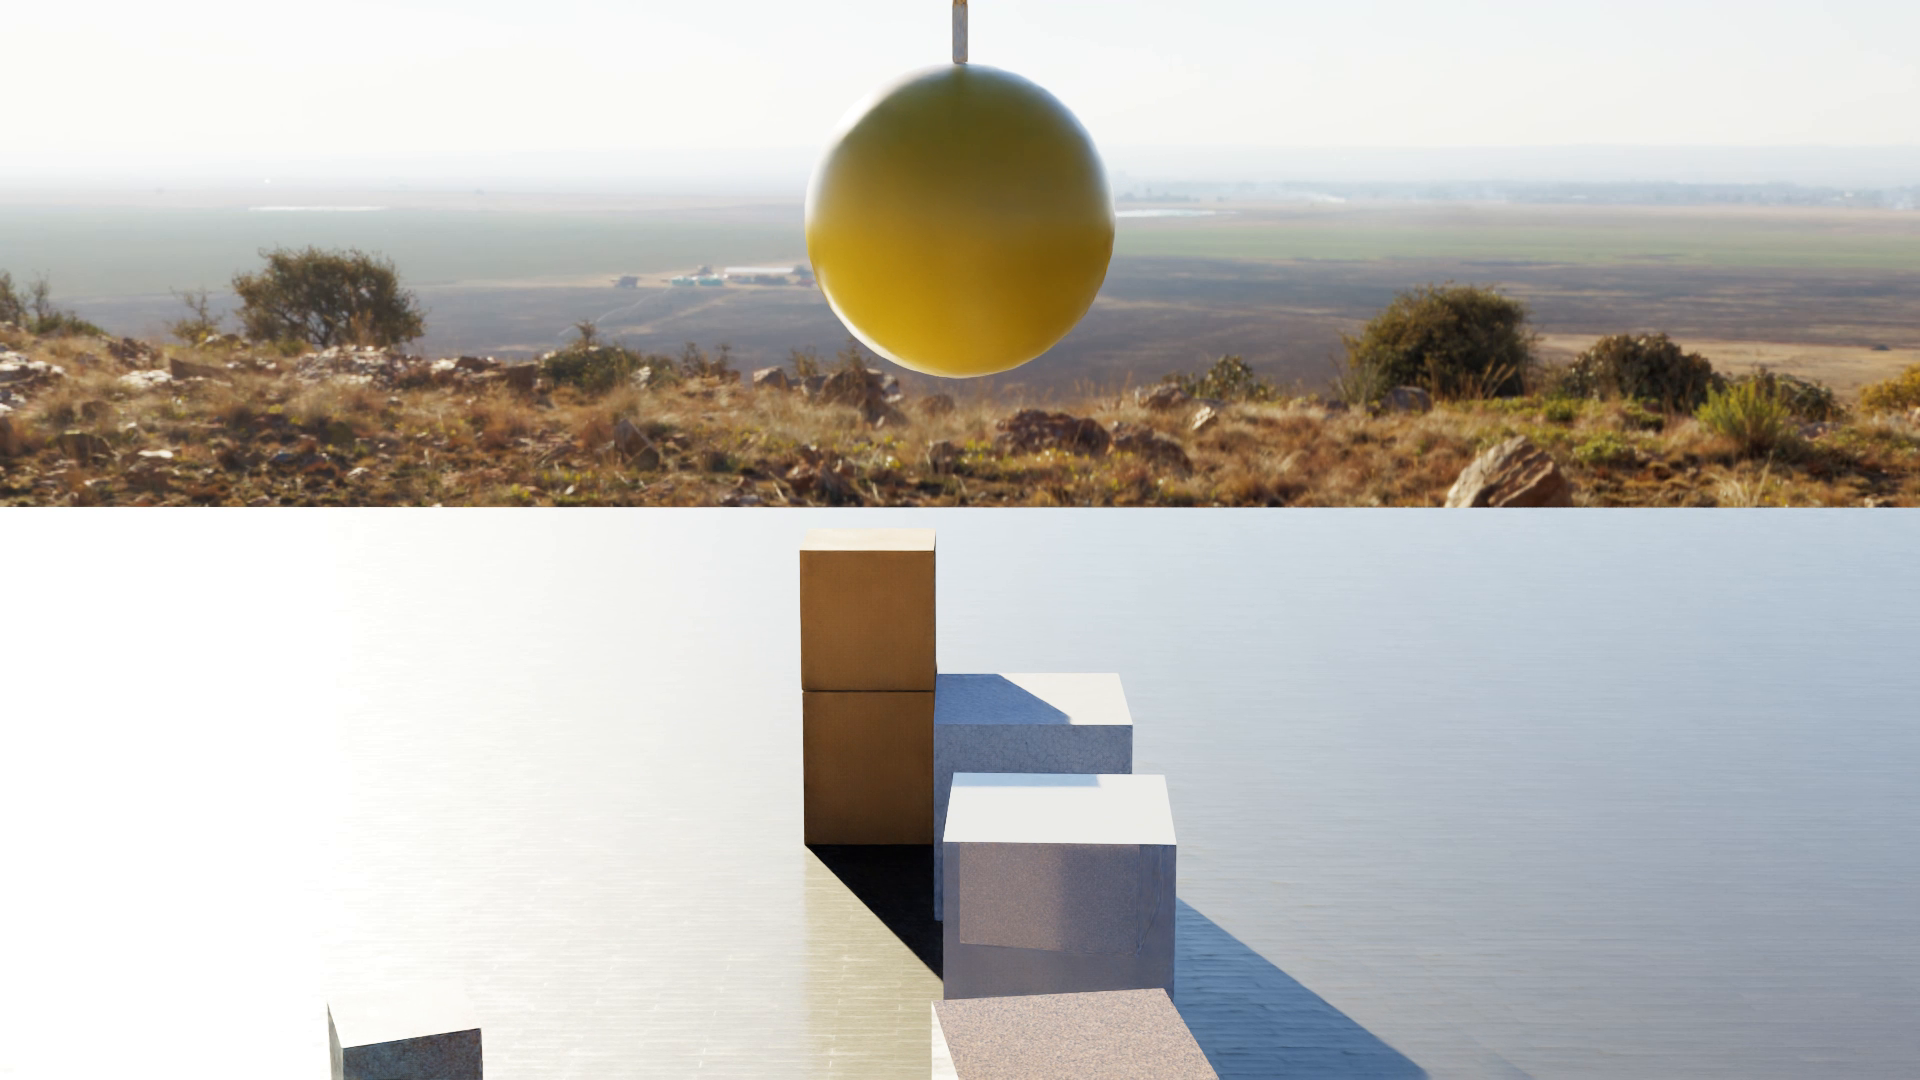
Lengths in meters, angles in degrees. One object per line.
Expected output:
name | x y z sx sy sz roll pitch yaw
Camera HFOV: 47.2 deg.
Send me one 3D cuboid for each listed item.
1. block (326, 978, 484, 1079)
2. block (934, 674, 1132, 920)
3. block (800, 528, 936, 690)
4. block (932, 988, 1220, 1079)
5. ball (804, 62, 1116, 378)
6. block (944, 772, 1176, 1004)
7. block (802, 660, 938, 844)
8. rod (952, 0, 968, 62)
block | -2.002 1.900 7.934 0.478 0.422 0.499 -4 11 -22
block | 0.330 1.195 10.407 0.893 0.924 0.955 0 10 0
block | -0.461 0.346 11.252 0.666 0.714 0.617 0 10 0
block | 0.352 1.927 7.122 0.794 0.660 0.755 -1 10 -8
ball | 0.000 -1.633 11.273 1.600 1.600 1.600 0 10 0
block | 0.402 1.495 8.987 0.896 0.843 0.935 0 10 2
block | -0.453 1.087 11.379 0.669 0.790 0.694 0 10 0
rod | 0.000 -4.933 10.452 0.080 5.200 0.080 0 14 0
